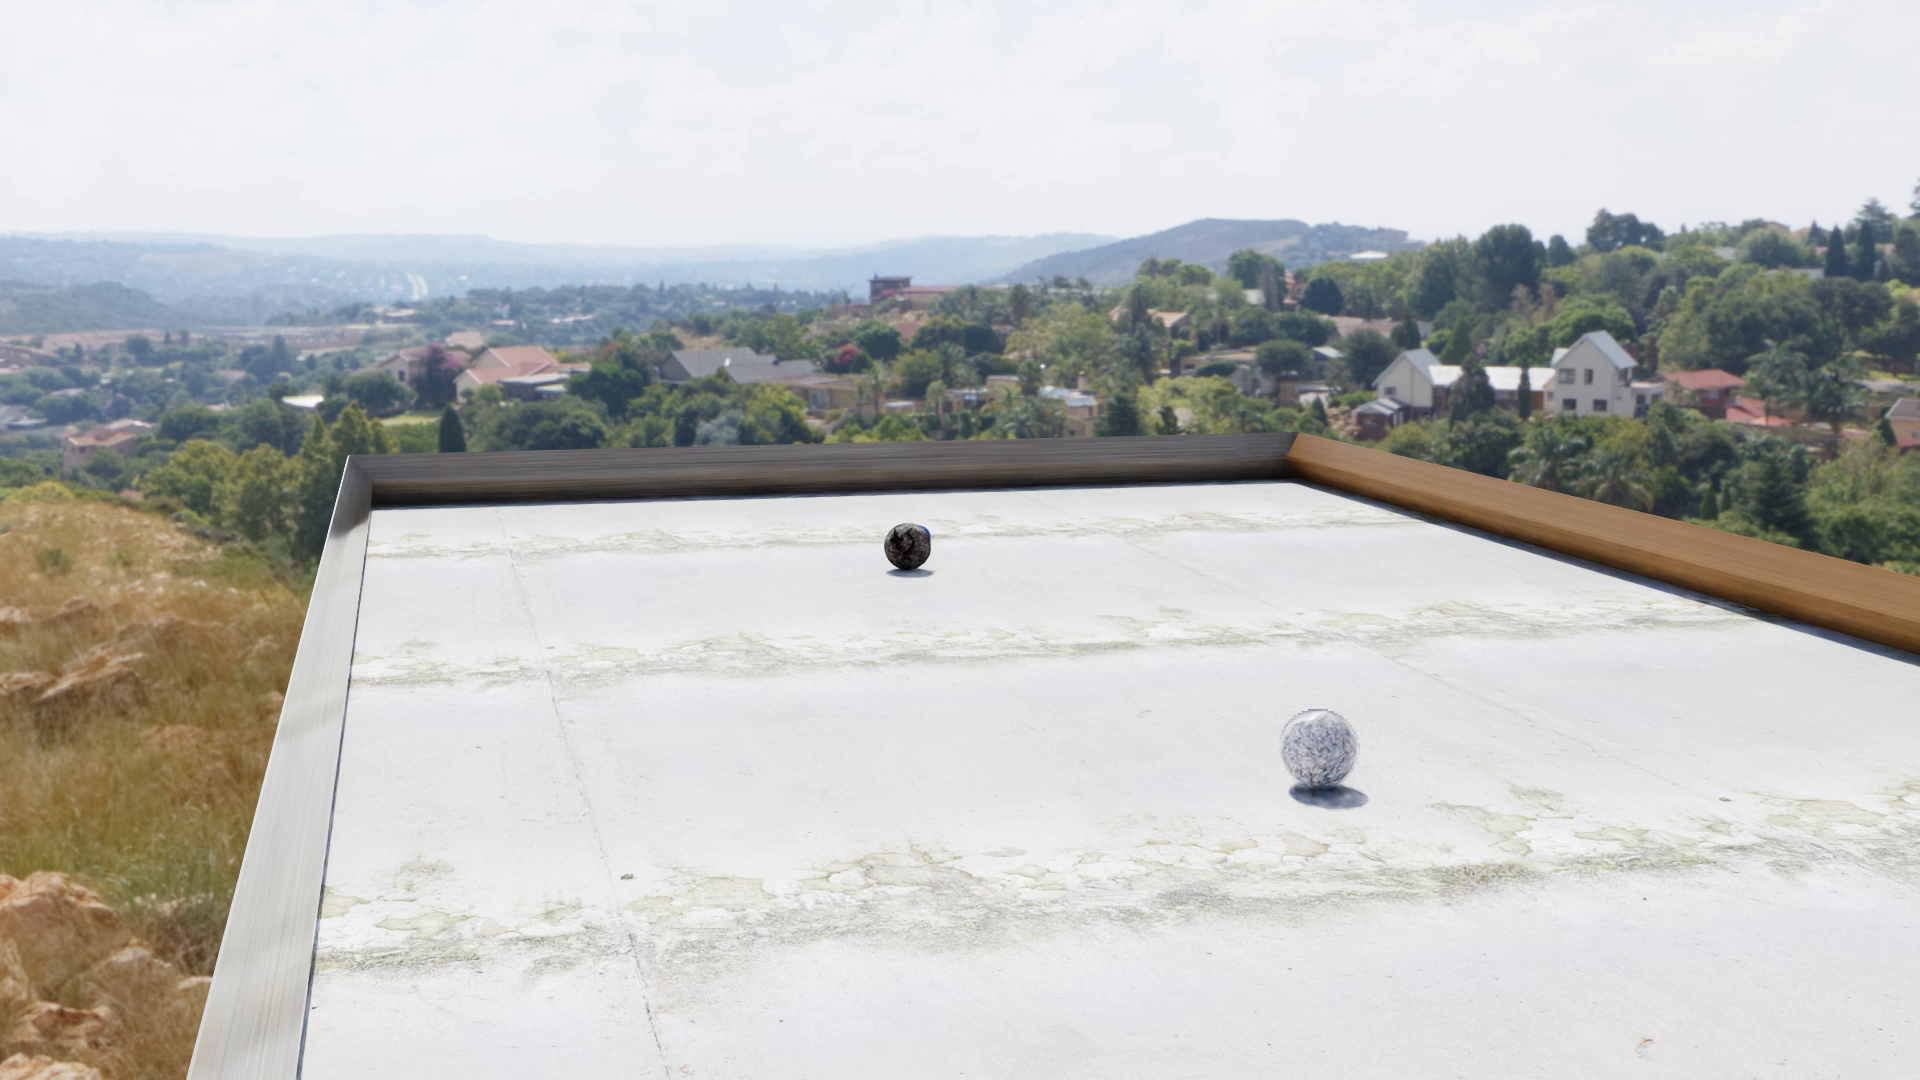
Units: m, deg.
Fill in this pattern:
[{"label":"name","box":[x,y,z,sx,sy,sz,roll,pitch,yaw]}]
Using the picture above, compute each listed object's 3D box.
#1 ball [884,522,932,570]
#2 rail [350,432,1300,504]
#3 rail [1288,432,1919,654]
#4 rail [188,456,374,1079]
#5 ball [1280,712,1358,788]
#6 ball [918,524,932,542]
[{"label":"ball","box":[-0.080,0.010,3.351,0.072,0.072,0.072,0,8,0]},{"label":"rail","box":[-0.214,-0.141,4.315,1.903,0.094,0.045,-2,8,-14]},{"label":"rail","box":[1.120,0.075,2.812,0.045,0.094,3.638,-2,8,-14]},{"label":"rail","box":[-0.681,0.139,2.369,0.045,0.094,3.638,-2,8,-14]},{"label":"ball","box":[0.336,0.196,2.057,0.071,0.071,0.071,0,8,0]},{"label":"ball","box":[-0.067,-0.003,3.538,0.044,0.044,0.044,0,8,0]}]
